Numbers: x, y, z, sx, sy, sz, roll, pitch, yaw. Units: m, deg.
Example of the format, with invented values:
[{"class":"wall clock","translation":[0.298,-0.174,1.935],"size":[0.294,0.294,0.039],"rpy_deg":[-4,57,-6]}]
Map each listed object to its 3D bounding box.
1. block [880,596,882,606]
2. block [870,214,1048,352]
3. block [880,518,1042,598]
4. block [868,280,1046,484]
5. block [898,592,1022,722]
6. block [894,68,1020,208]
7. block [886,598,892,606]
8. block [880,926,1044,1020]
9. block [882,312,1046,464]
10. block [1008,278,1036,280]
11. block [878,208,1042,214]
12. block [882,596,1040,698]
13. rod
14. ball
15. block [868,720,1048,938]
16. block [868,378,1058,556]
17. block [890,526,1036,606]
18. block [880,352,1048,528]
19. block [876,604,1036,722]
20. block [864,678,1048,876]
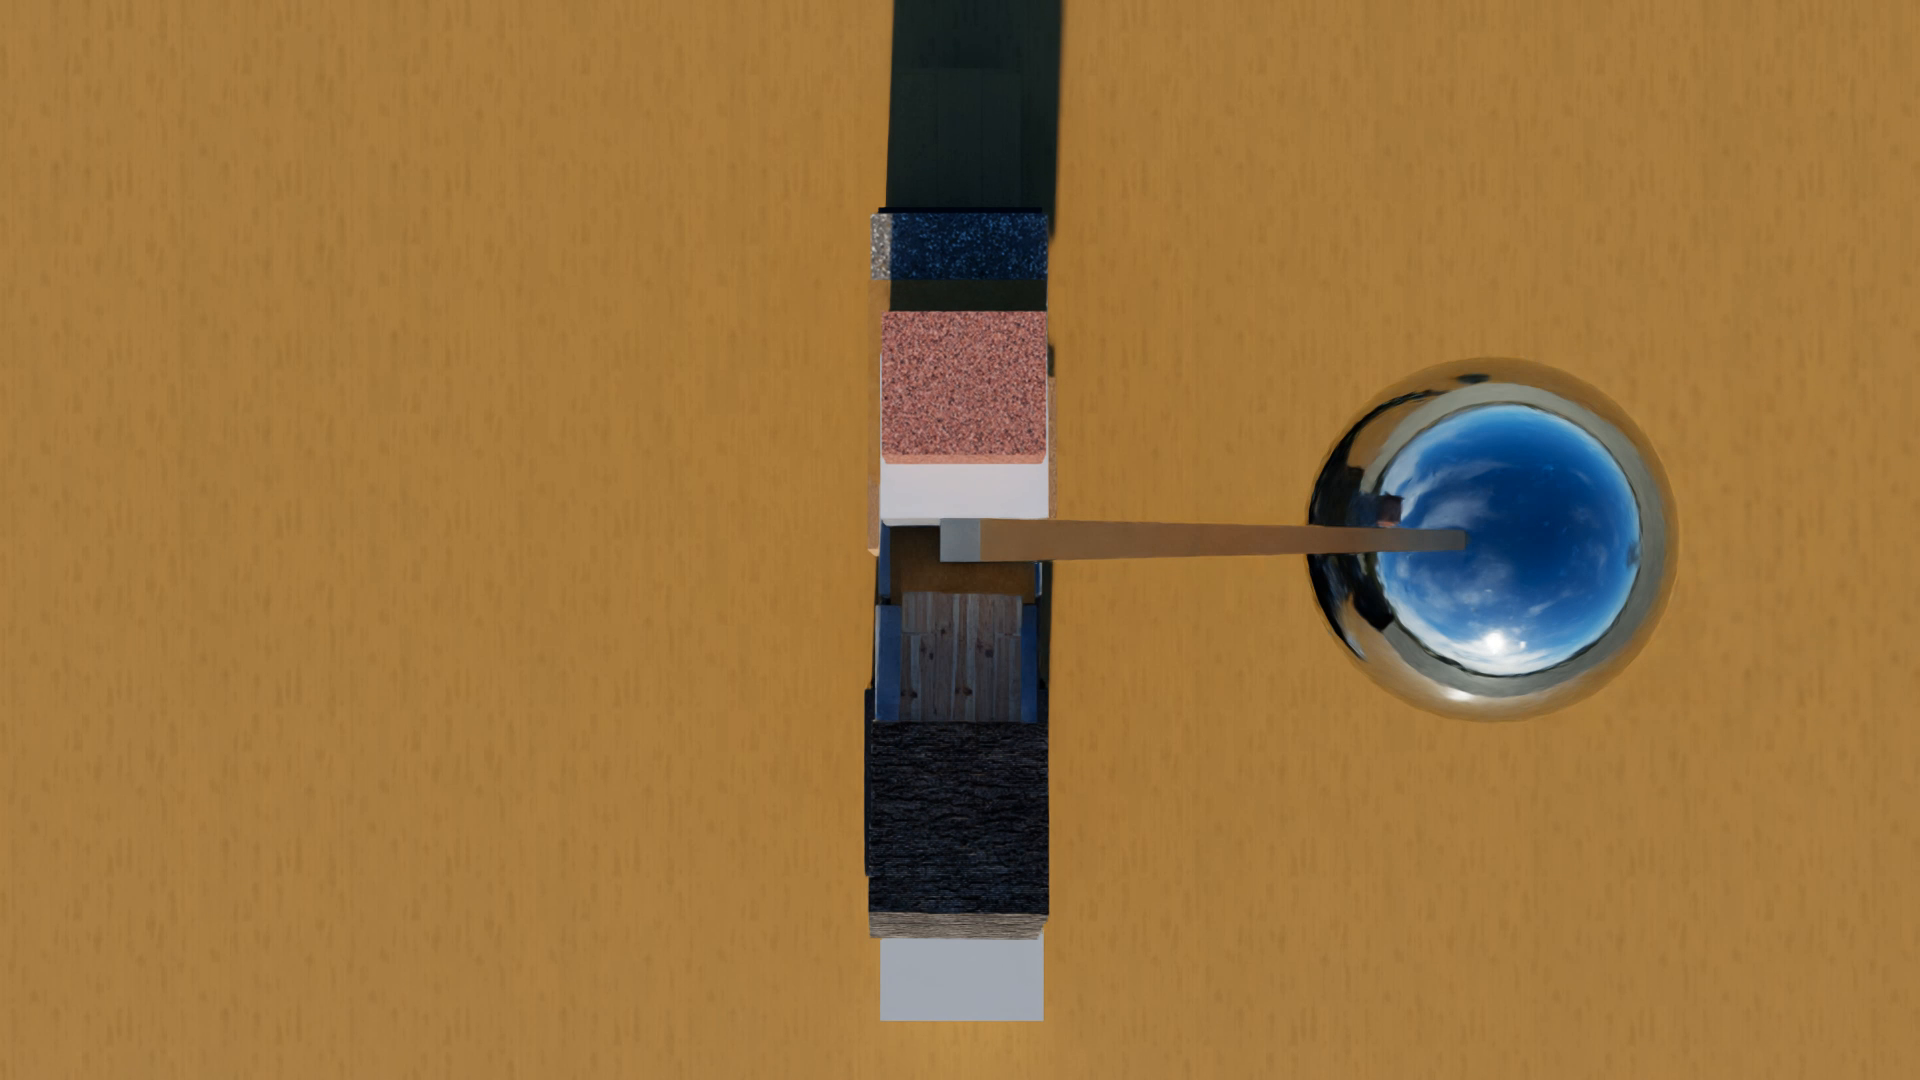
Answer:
[{"class":"block","translation":[0.004,0.350,12.565],"size":[0.884,0.871,0.919],"rpy_deg":[0,90,0]},{"class":"block","translation":[0.002,-1.233,11.570],"size":[0.896,0.916,0.822],"rpy_deg":[0,89,1]},{"class":"block","translation":[0.002,-0.121,10.760],"size":[0.766,0.799,0.792],"rpy_deg":[0,87,0]},{"class":"block","translation":[-0.014,-0.705,10.025],"size":[0.781,0.715,0.856],"rpy_deg":[0,88,0]},{"class":"block","translation":[-0.005,0.568,9.664],"size":[0.518,0.524,0.583],"rpy_deg":[2,78,-1]},{"class":"block","translation":[-0.016,-2.234,12.654],"size":[0.714,0.692,0.808],"rpy_deg":[0,90,0]},{"class":"block","translation":[-0.005,0.724,11.016],"size":[0.708,0.667,0.816],"rpy_deg":[0,85,0]},{"class":"block","translation":[0.010,2.245,12.533],"size":[0.895,0.935,0.786],"rpy_deg":[0,90,0]},{"class":"block","translation":[0.015,-0.587,8.605],"size":[0.624,0.514,0.547],"rpy_deg":[0,88,0]},{"class":"block","translation":[0.003,-0.877,10.752],"size":[0.719,0.707,0.700],"rpy_deg":[0,89,1]},{"class":"block","translation":[0.001,-1.379,12.515],"size":[0.896,0.971,0.883],"rpy_deg":[0,90,0]},{"class":"block","translation":[0.002,0.460,11.738],"size":[0.821,0.716,0.759],"rpy_deg":[0,86,0]},{"class":"rod","translation":[0.994,0.000,6.431],"size":[0.080,5.200,0.080],"rpy_deg":[0,90,22]},{"class":"ball","translation":[2.295,0.000,9.573],"size":[1.600,1.600,1.600],"rpy_deg":[0,90,0]},{"class":"block","translation":[-0.014,1.259,9.459],"size":[0.738,0.800,0.798],"rpy_deg":[1,73,-1]},{"class":"block","translation":[0.012,-0.369,11.656],"size":[0.962,0.970,0.875],"rpy_deg":[0,87,0]},{"class":"block","translation":[0.010,0.013,10.072],"size":[0.645,0.562,0.565],"rpy_deg":[0,87,0]},{"class":"block","translation":[0.017,-0.406,9.256],"size":[0.675,0.800,0.666],"rpy_deg":[0,88,0]},{"class":"block","translation":[-0.018,0.636,10.370],"size":[0.735,0.636,0.621],"rpy_deg":[0,85,0]},{"class":"block","translation":[-0.018,1.331,12.536],"size":[1.011,0.929,1.022],"rpy_deg":[0,90,0]}]
